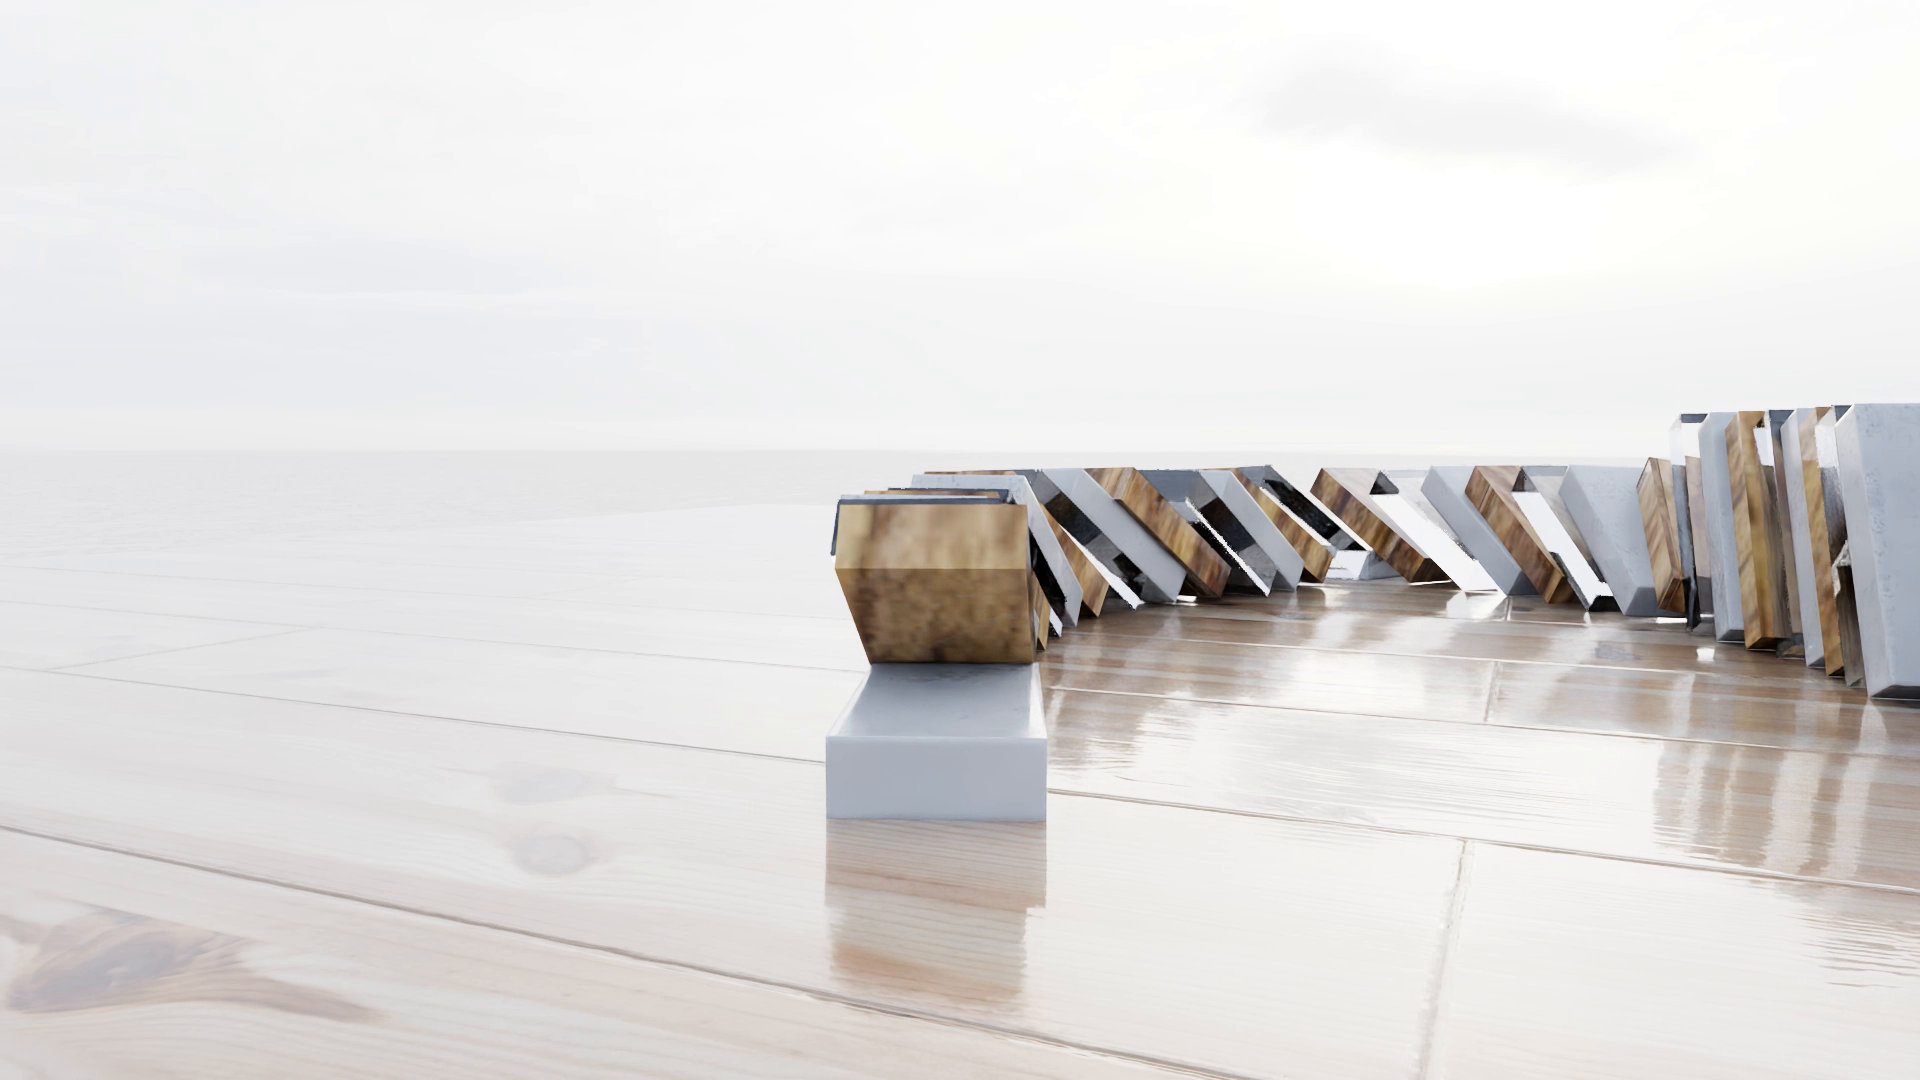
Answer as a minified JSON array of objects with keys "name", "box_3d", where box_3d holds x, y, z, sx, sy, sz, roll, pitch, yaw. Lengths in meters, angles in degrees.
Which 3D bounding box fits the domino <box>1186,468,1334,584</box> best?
[{"name":"domino","box_3d":[0.086,-0.004,0.382,0.050,0.009,0.025,36,-19,-31]}]

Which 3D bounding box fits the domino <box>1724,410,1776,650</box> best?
[{"name":"domino","box_3d":[0.177,-0.002,0.266,0.025,0.050,0.009,1,-20,15]}]

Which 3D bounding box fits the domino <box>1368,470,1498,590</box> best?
[{"name":"domino","box_3d":[0.151,-0.004,0.394,0.025,0.009,0.050,-2,36,-21]}]

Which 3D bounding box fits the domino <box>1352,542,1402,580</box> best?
[{"name":"domino","box_3d":[0.121,0.006,0.427,0.025,0.010,0.050,-3,6,-39]}]

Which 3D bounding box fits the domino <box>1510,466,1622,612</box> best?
[{"name":"domino","box_3d":[0.170,-0.001,0.342,0.025,0.009,0.050,0,39,-4]}]

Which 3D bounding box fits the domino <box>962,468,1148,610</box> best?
[{"name":"domino","box_3d":[0.022,0.000,0.319,0.025,0.009,0.050,2,-30,44]}]

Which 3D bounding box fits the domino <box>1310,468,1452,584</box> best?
[{"name":"domino","box_3d":[0.138,-0.006,0.410,0.025,0.010,0.050,-2,36,-30]}]

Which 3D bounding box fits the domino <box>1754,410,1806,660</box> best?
[{"name":"domino","box_3d":[0.176,-0.001,0.256,0.025,0.050,0.009,1,-20,15]}]

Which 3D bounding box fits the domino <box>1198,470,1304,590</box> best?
[{"name":"domino","box_3d":[0.076,-0.003,0.365,0.025,0.009,0.050,4,-27,43]}]

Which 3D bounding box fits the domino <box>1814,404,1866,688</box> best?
[{"name":"domino","box_3d":[0.169,0.001,0.226,0.025,0.050,0.009,1,-20,15]}]

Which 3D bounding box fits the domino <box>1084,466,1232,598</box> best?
[{"name":"domino","box_3d":[0.048,-0.001,0.342,0.025,0.009,0.050,2,-30,46]}]

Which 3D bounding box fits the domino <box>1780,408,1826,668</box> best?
[{"name":"domino","box_3d":[0.175,-0.001,0.245,0.025,0.050,0.009,1,-20,15]}]

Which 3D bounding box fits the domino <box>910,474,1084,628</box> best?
[{"name":"domino","box_3d":[0.009,0.003,0.285,0.025,0.009,0.050,2,-30,23]}]

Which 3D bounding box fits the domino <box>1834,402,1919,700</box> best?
[{"name":"domino","box_3d":[0.166,0.002,0.216,0.025,0.050,0.010,1,-20,15]}]

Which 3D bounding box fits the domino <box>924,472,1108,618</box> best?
[{"name":"domino","box_3d":[0.013,0.001,0.304,0.025,0.010,0.050,2,-30,37]}]

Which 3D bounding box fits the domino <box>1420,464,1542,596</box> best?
[{"name":"domino","box_3d":[0.160,-0.004,0.377,0.025,0.010,0.050,-1,39,-15]}]

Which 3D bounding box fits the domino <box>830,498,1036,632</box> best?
[{"name":"domino","box_3d":[-0.003,0.010,0.209,0.025,0.009,0.050,0,-27,9]}]

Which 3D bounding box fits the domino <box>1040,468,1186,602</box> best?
[{"name":"domino","box_3d":[0.034,-0.001,0.332,0.025,0.010,0.050,1,-30,47]}]

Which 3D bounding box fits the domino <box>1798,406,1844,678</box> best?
[{"name":"domino","box_3d":[0.172,0.000,0.235,0.025,0.050,0.009,1,-20,15]}]

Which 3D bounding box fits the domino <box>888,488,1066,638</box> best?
[{"name":"domino","box_3d":[0.004,0.006,0.267,0.025,0.009,0.050,2,-27,19]}]

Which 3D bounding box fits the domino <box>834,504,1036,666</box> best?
[{"name":"domino","box_3d":[-0.002,0.011,0.191,0.025,0.009,0.050,0,-27,5]}]

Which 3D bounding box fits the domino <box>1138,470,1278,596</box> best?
[{"name":"domino","box_3d":[0.064,-0.002,0.352,0.025,0.009,0.050,4,-28,43]}]

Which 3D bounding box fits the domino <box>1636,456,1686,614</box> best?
[{"name":"domino","box_3d":[0.181,0.000,0.311,0.025,0.010,0.050,11,40,13]}]

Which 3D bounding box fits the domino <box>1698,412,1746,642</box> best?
[{"name":"domino","box_3d":[0.177,-0.003,0.277,0.025,0.050,0.009,1,-20,15]}]

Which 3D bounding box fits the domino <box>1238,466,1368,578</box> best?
[{"name":"domino","box_3d":[0.099,-0.005,0.393,0.050,0.010,0.025,35,-18,-28]}]

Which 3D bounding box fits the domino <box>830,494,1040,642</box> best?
[{"name":"domino","box_3d":[-0.003,0.008,0.230,0.025,0.009,0.050,1,-27,15]}]

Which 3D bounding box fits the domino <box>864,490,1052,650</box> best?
[{"name":"domino","box_3d":[0.000,0.007,0.248,0.025,0.009,0.050,1,-27,17]}]

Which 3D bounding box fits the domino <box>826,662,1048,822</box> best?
[{"name":"domino","box_3d":[-0.002,0.025,0.170,0.025,0.009,0.050,0,4,2]}]

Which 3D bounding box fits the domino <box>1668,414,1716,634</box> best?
[{"name":"domino","box_3d":[0.176,-0.004,0.288,0.025,0.050,0.009,1,-20,13]}]

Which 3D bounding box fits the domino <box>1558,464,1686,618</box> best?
[{"name":"domino","box_3d":[0.174,0.000,0.326,0.025,0.009,0.050,2,39,1]}]

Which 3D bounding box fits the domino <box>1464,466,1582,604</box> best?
[{"name":"domino","box_3d":[0.166,-0.003,0.360,0.025,0.009,0.050,-1,39,-10]}]
